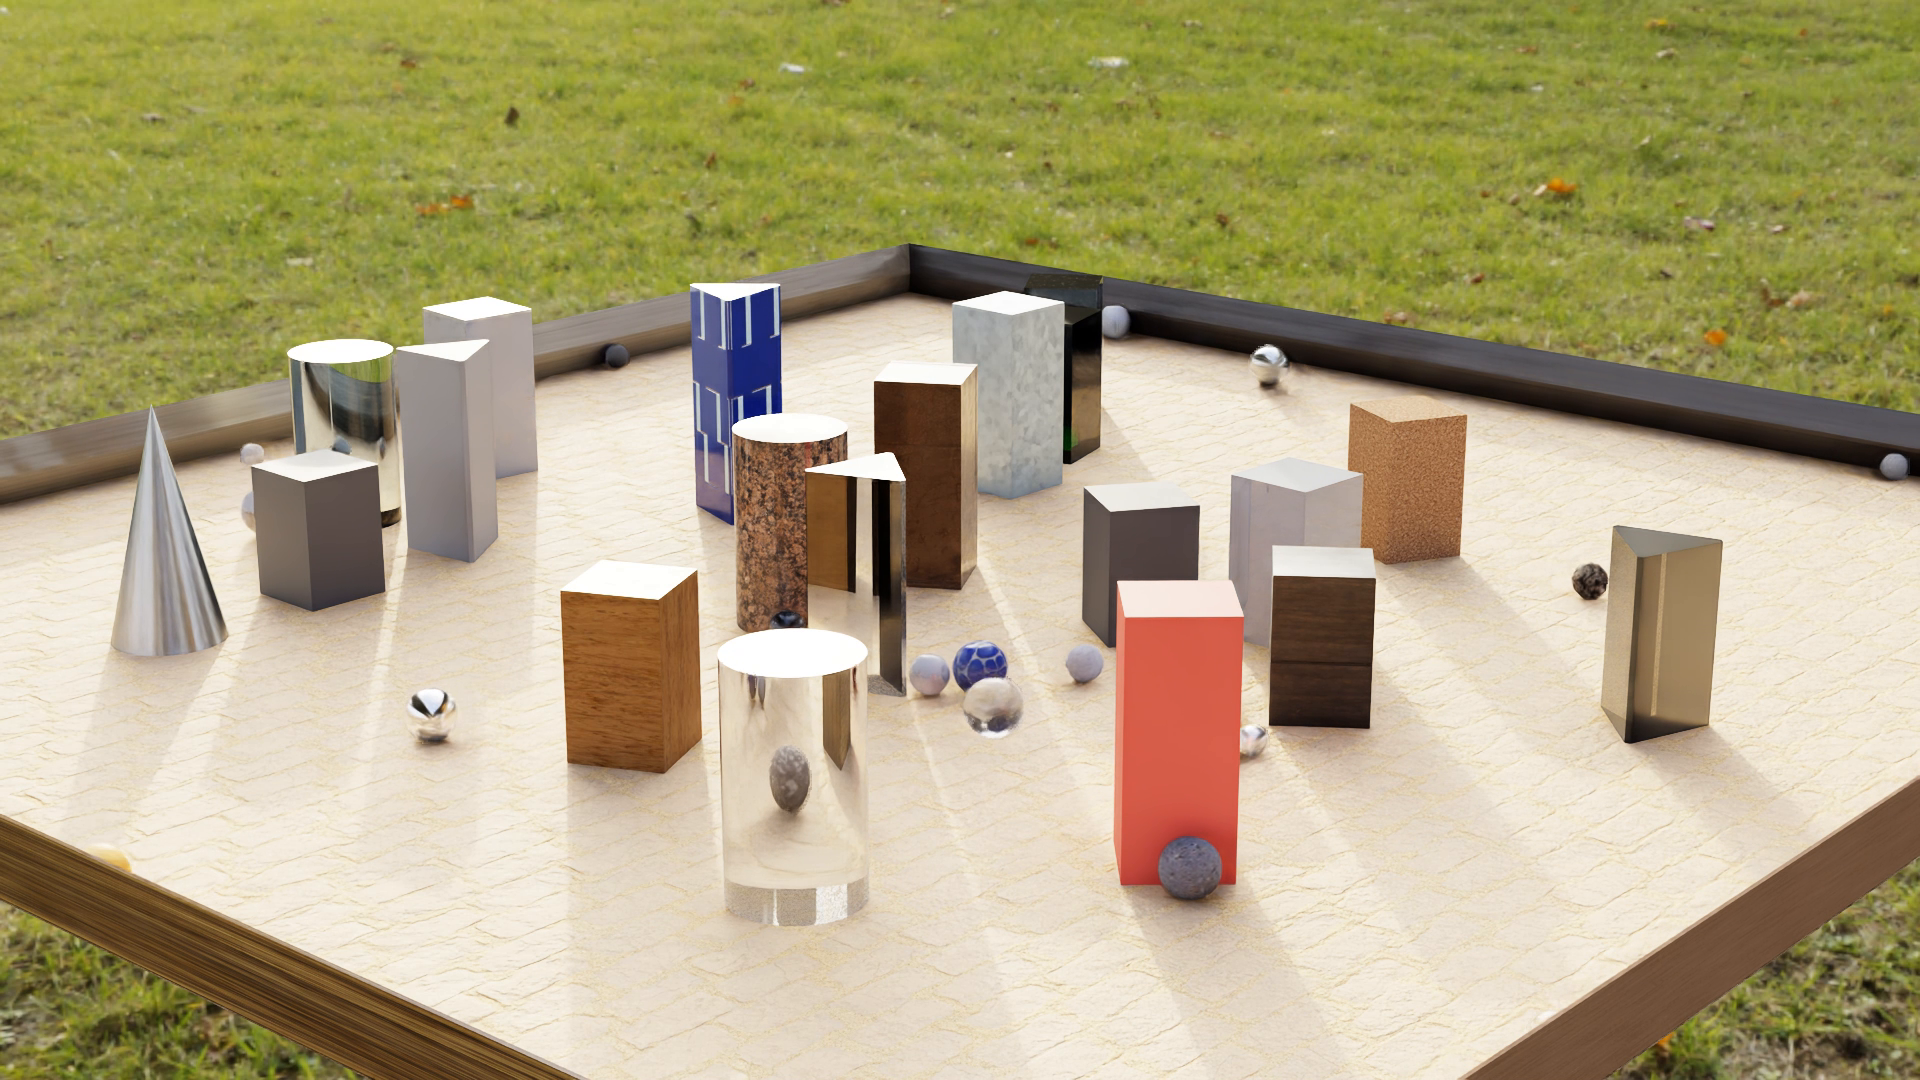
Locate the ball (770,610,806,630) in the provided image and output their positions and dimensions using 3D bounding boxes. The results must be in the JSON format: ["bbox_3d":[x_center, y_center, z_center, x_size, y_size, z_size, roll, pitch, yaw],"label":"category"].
[{"bbox_3d":[-0.286,0.146,4.859,0.059,0.059,0.059,0,17,0],"label":"ball"}]

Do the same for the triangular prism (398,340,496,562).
[{"bbox_3d":[-0.907,-0.169,5.357,0.167,0.375,0.145,12,21,35],"label":"triangular prism"}]

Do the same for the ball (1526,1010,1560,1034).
[{"bbox_3d":[0.692,0.580,3.416,0.063,0.063,0.063,0,17,0],"label":"ball"}]

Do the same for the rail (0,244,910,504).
[{"bbox_3d":[-1.315,-0.298,6.213,0.045,0.125,3.663,14,22,39],"label":"rail"}]

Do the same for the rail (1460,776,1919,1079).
[{"bbox_3d":[1.315,0.361,4.027,0.045,0.125,3.663,14,22,39],"label":"rail"}]

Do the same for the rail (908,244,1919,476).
[{"bbox_3d":[1.185,-0.363,6.427,3.530,0.125,0.045,14,22,39],"label":"rail"}]

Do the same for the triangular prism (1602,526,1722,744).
[{"bbox_3d":[1.042,0.136,4.484,0.167,0.294,0.145,-10,19,-29],"label":"triangular prism"}]

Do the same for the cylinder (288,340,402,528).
[{"bbox_3d":[-1.158,-0.197,5.530,0.193,0.328,0.193,0,17,0],"label":"cylinder"}]

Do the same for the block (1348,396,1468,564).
[{"bbox_3d":[0.813,-0.111,5.354,0.154,0.265,0.154,-6,18,-21],"label":"block"}]

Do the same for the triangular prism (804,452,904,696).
[{"bbox_3d":[-0.138,0.050,4.667,0.167,0.354,0.145,6,18,20],"label":"triangular prism"}]

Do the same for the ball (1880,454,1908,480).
[{"bbox_3d":[1.860,-0.146,5.837,0.053,0.053,0.053,0,17,0],"label":"ball"}]

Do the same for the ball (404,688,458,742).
[{"bbox_3d":[-0.799,0.264,4.428,0.082,0.082,0.082,0,17,0],"label":"ball"}]

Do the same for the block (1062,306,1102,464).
[{"bbox_3d":[0.189,-0.322,6.007,0.154,0.291,0.154,8,18,24],"label":"block"}]

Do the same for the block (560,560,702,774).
[{"bbox_3d":[-0.487,0.187,4.360,0.154,0.269,0.154,5,17,16],"label":"block"}]

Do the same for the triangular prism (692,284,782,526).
[{"bbox_3d":[-0.447,-0.266,5.577,0.145,0.433,0.167,10,19,29],"label":"triangular prism"}]

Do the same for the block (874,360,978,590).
[{"bbox_3d":[-0.059,-0.116,5.186,0.154,0.371,0.154,3,17,11],"label":"block"}]

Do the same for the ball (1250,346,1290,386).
[{"bbox_3d":[0.696,-0.391,6.590,0.088,0.088,0.088,0,17,0],"label":"ball"}]

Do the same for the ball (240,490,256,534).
[{"bbox_3d":[-1.295,-0.054,5.466,0.092,0.092,0.092,0,17,0],"label":"ball"}]

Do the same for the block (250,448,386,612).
[{"bbox_3d":[-1.117,-0.019,5.106,0.154,0.232,0.154,15,22,40],"label":"block"}]

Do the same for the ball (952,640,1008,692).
[{"bbox_3d":[0.031,0.202,4.625,0.088,0.088,0.088,0,17,0],"label":"ball"}]

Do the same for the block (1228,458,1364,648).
[{"bbox_3d":[0.556,0.026,4.871,0.154,0.281,0.154,16,23,42],"label":"block"}]

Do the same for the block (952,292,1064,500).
[{"bbox_3d":[0.094,-0.286,5.756,0.154,0.367,0.154,15,22,40],"label":"block"}]

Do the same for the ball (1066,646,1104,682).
[{"bbox_3d":[0.199,0.198,4.687,0.059,0.059,0.059,0,17,0],"label":"ball"}]

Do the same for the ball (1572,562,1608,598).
[{"bbox_3d":[1.097,0.071,5.102,0.063,0.063,0.063,0,17,0],"label":"ball"}]

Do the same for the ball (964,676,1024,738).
[{"bbox_3d":[0.051,0.254,4.444,0.093,0.093,0.093,0,17,0],"label":"ball"}]

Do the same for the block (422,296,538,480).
[{"bbox_3d":[-0.959,-0.301,5.867,0.154,0.332,0.154,-15,22,-40],"label":"block"}]

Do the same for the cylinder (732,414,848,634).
[{"bbox_3d":[-0.284,-0.025,4.940,0.193,0.339,0.193,0,17,0],"label":"cylinder"}]

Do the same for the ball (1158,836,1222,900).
[{"bbox_3d":[0.304,0.433,3.866,0.084,0.084,0.084,0,17,0],"label":"ball"}]

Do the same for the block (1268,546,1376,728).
[{"bbox_3d":[0.558,0.149,4.533,0.154,0.242,0.154,2,17,5],"label":"block"}]

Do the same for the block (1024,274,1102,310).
[{"bbox_3d":[0.223,-0.418,6.333,0.154,0.286,0.154,2,17,7],"label":"block"}]

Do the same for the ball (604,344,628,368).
[{"bbox_3d":[-0.791,-0.423,6.755,0.053,0.053,0.053,0,17,0],"label":"ball"}]

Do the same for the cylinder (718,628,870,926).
[{"bbox_3d":[-0.216,0.308,3.833,0.193,0.341,0.193,0,17,0],"label":"cylinder"}]

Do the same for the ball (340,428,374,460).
[{"bbox_3d":[-1.230,-0.195,5.975,0.067,0.067,0.067,0,17,0],"label":"ball"}]

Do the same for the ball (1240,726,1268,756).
[{"bbox_3d":[0.435,0.300,4.373,0.046,0.046,0.046,0,17,0],"label":"ball"}]

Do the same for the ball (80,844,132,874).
[{"bbox_3d":[-1.129,0.440,3.847,0.081,0.081,0.081,0,17,0],"label":"ball"}]

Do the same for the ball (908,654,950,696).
[{"bbox_3d":[-0.048,0.212,4.629,0.066,0.066,0.066,0,17,0],"label":"ball"}]

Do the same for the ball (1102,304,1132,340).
[{"bbox_3d":[0.370,-0.523,7.036,0.082,0.082,0.082,0,17,0],"label":"ball"}]

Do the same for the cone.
[{"bbox_3d":[-1.321,-0.031,4.847,0.193,0.404,0.193,0,17,0],"label":"cone"}]

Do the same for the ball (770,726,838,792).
[{"bbox_3d":[-0.226,0.316,4.230,0.096,0.096,0.096,0,17,0],"label":"ball"}]

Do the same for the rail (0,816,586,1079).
[{"bbox_3d":[-1.185,0.426,3.813,3.530,0.125,0.045,14,22,39],"label":"rail"}]

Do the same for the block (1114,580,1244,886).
[{"bbox_3d":[0.291,0.258,3.938,0.154,0.377,0.154,0,17,-1],"label":"block"}]

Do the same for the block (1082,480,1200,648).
[{"bbox_3d":[0.301,0.039,4.909,0.154,0.235,0.154,-4,17,-13],"label":"block"}]

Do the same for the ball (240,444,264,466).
[{"bbox_3d":[-1.431,-0.172,5.933,0.047,0.047,0.047,0,17,0],"label":"ball"}]
